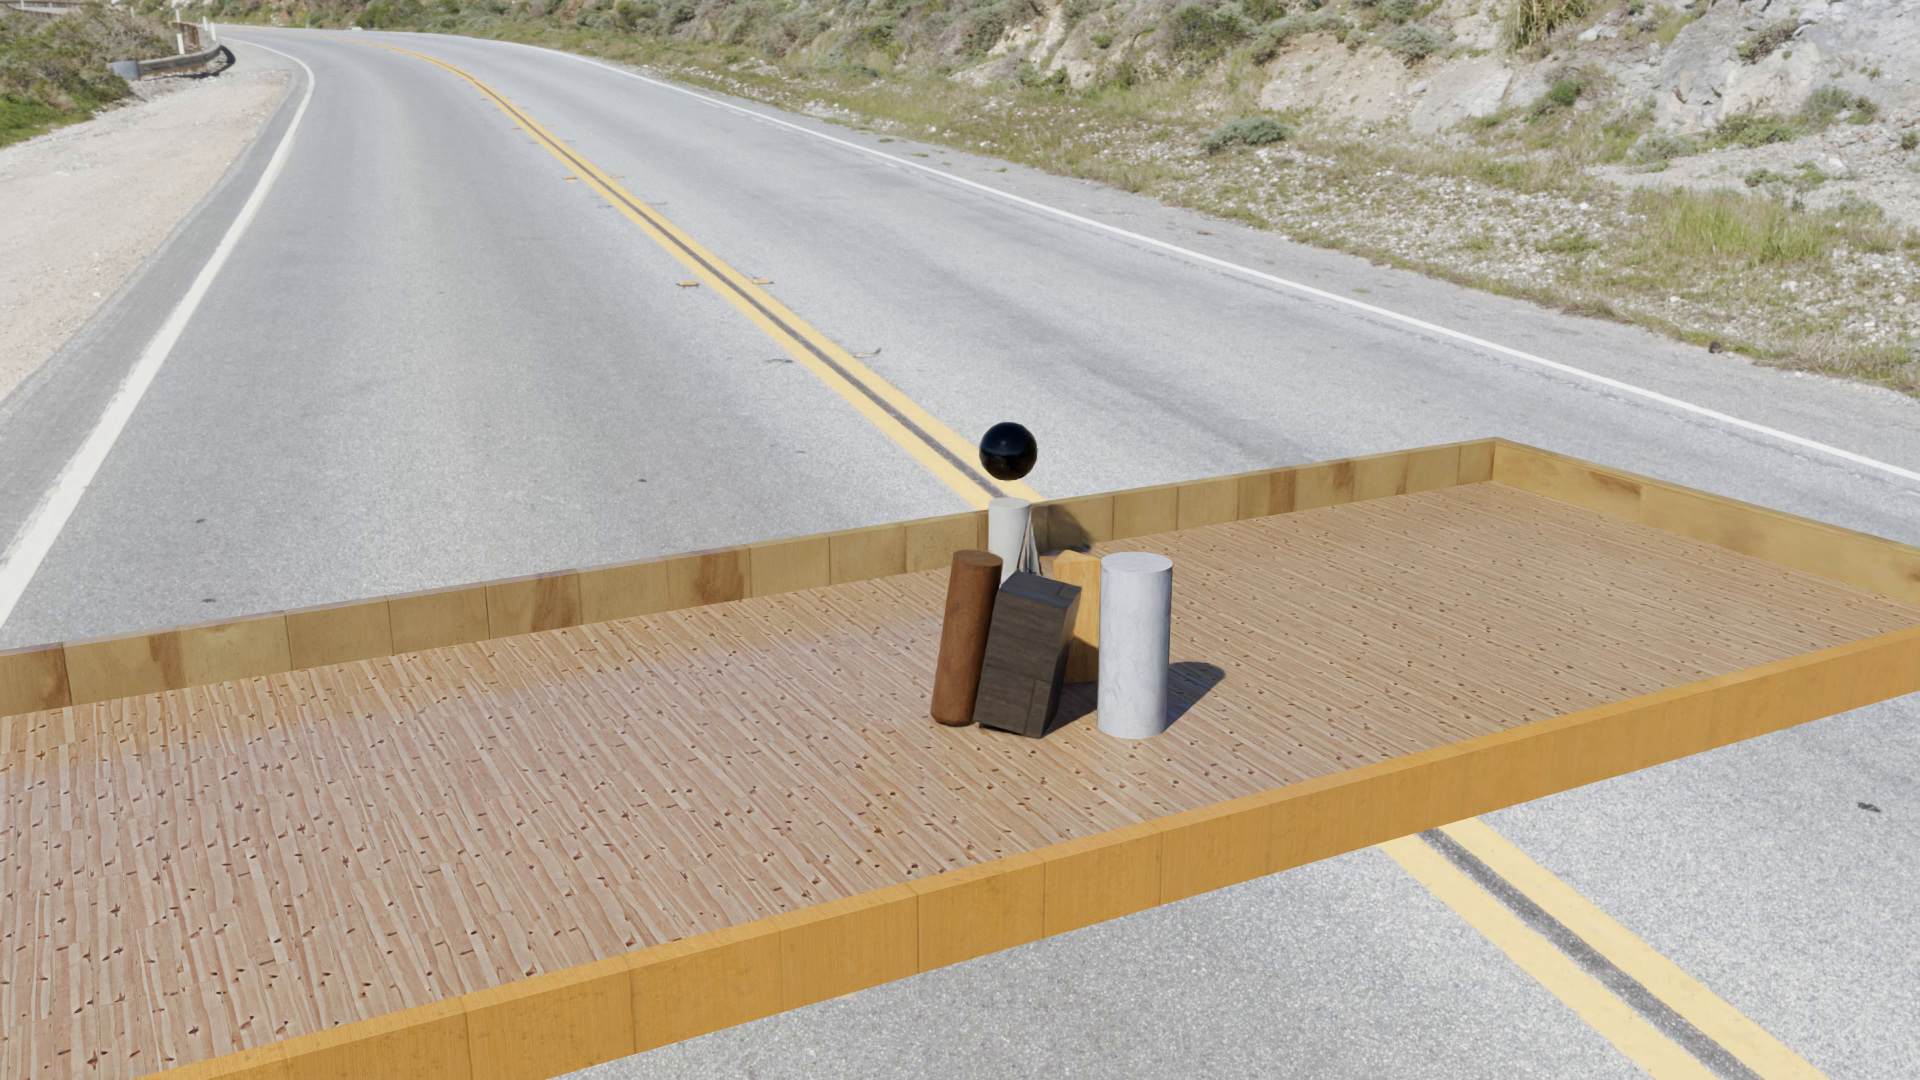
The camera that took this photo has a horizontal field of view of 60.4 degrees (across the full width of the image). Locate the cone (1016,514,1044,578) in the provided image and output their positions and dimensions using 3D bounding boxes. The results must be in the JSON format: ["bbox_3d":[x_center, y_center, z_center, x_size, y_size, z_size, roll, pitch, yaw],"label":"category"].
[{"bbox_3d":[0.174,0.129,4.177,0.179,0.417,0.179,0,16,0],"label":"cone"}]

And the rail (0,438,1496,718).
[{"bbox_3d":[-3.305,0.497,3.399,12.000,0.150,0.050,-9,18,-27],"label":"rail"}]

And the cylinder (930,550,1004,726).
[{"bbox_3d":[0.014,0.228,3.854,0.117,0.396,0.117,8,17,-2],"label":"cylinder"}]

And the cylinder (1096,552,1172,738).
[{"bbox_3d":[0.403,0.243,3.819,0.164,0.401,0.164,0,16,0],"label":"cylinder"}]

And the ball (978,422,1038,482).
[{"bbox_3d":[0.142,-0.260,4.841,0.175,0.175,0.175,0,16,0],"label":"ball"}]

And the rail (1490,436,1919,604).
[{"bbox_3d":[2.466,-0.048,5.253,0.050,0.150,2.100,-9,18,-27],"label":"rail"}]

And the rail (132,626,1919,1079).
[{"bbox_3d":[-2.336,1.006,1.665,12.000,0.150,0.050,-9,18,-27],"label":"rail"}]

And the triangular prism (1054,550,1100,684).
[{"bbox_3d":[0.281,0.190,4.144,0.121,0.316,0.105,-4,16,-10],"label":"triangular prism"}]

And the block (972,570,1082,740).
[{"bbox_3d":[0.157,0.264,3.835,0.165,0.326,0.165,15,19,13],"label":"block"}]

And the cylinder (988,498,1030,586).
[{"bbox_3d":[0.128,0.097,4.310,0.109,0.403,0.109,0,16,0],"label":"cylinder"}]
